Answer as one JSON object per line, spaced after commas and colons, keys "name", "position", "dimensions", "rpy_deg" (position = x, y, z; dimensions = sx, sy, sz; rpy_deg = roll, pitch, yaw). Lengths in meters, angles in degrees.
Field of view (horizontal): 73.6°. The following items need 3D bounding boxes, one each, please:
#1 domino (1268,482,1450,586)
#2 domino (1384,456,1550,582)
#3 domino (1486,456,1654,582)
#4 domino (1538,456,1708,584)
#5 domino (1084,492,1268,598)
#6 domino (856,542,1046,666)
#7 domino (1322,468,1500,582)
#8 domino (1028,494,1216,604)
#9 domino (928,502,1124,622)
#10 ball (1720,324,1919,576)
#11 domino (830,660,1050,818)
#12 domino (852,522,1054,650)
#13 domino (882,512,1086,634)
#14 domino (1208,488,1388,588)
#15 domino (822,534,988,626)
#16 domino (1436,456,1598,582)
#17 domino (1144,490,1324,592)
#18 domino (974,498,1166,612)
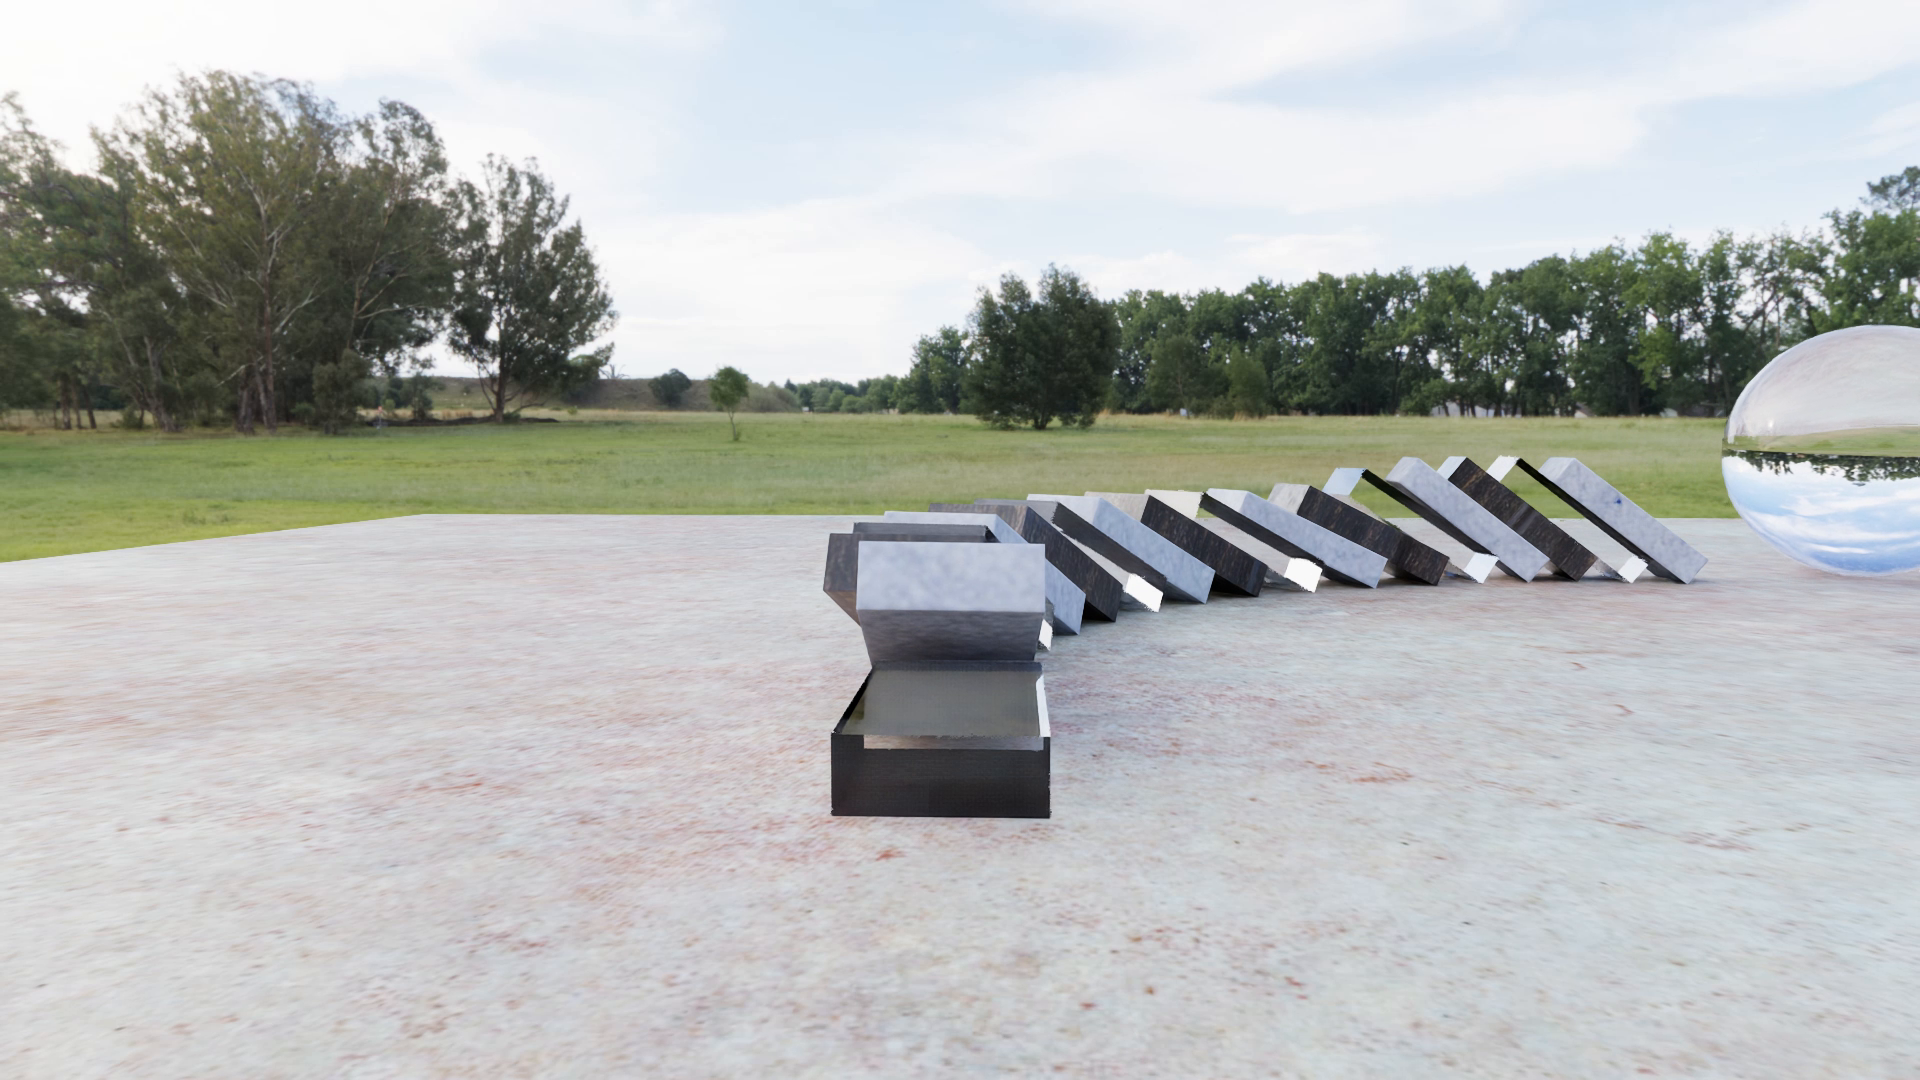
{"name": "domino", "position": [0.121, -0.002, 0.392], "dimensions": [0.050, 0.010, 0.025], "rpy_deg": [26, 0, -10]}
{"name": "domino", "position": [0.160, -0.007, 0.406], "dimensions": [0.050, 0.009, 0.025], "rpy_deg": [39, 9, 4]}
{"name": "domino", "position": [0.191, -0.007, 0.406], "dimensions": [0.050, 0.010, 0.025], "rpy_deg": [39, 9, 4]}
{"name": "domino", "position": [0.206, -0.007, 0.402], "dimensions": [0.050, 0.010, 0.025], "rpy_deg": [39, 9, 4]}
{"name": "domino", "position": [0.058, 0.001, 0.353], "dimensions": [0.050, 0.010, 0.025], "rpy_deg": [27, -12, -33]}
{"name": "domino", "position": [-0.001, 0.013, 0.195], "dimensions": [0.025, 0.010, 0.050], "rpy_deg": [1, -20, 0]}
{"name": "domino", "position": [0.140, -0.005, 0.401], "dimensions": [0.050, 0.009, 0.025], "rpy_deg": [32, 2, -5]}
{"name": "domino", "position": [0.042, 0.003, 0.336], "dimensions": [0.050, 0.010, 0.025], "rpy_deg": [29, -16, -39]}
{"name": "domino", "position": [0.015, 0.006, 0.295], "dimensions": [0.025, 0.010, 0.050], "rpy_deg": [3, -20, 33]}
{"name": "ball", "position": [0.290, -0.028, 0.410], "dimensions": [0.080, 0.080, 0.080], "rpy_deg": [0, 4, 0]}
{"name": "domino", "position": [-0.001, 0.025, 0.171], "dimensions": [0.025, 0.010, 0.050], "rpy_deg": [0, 4, 2]}
{"name": "domino", "position": [0.000, 0.010, 0.248], "dimensions": [0.025, 0.009, 0.050], "rpy_deg": [2, -19, 19]}
{"name": "domino", "position": [0.006, 0.008, 0.272], "dimensions": [0.025, 0.010, 0.050], "rpy_deg": [2, -19, 28]}
{"name": "domino", "position": [0.099, -0.001, 0.383], "dimensions": [0.050, 0.009, 0.025], "rpy_deg": [24, -2, -15]}
{"name": "domino", "position": [-0.004, 0.012, 0.222], "dimensions": [0.025, 0.010, 0.050], "rpy_deg": [1, -19, 13]}
{"name": "domino", "position": [0.175, -0.007, 0.408], "dimensions": [0.050, 0.010, 0.025], "rpy_deg": [39, 9, 5]}
{"name": "domino", "position": [0.077, 0.000, 0.367], "dimensions": [0.050, 0.010, 0.025], "rpy_deg": [26, -9, -29]}
{"name": "domino", "position": [0.027, 0.004, 0.317], "dimensions": [0.025, 0.009, 0.050], "rpy_deg": [4, -19, 42]}
